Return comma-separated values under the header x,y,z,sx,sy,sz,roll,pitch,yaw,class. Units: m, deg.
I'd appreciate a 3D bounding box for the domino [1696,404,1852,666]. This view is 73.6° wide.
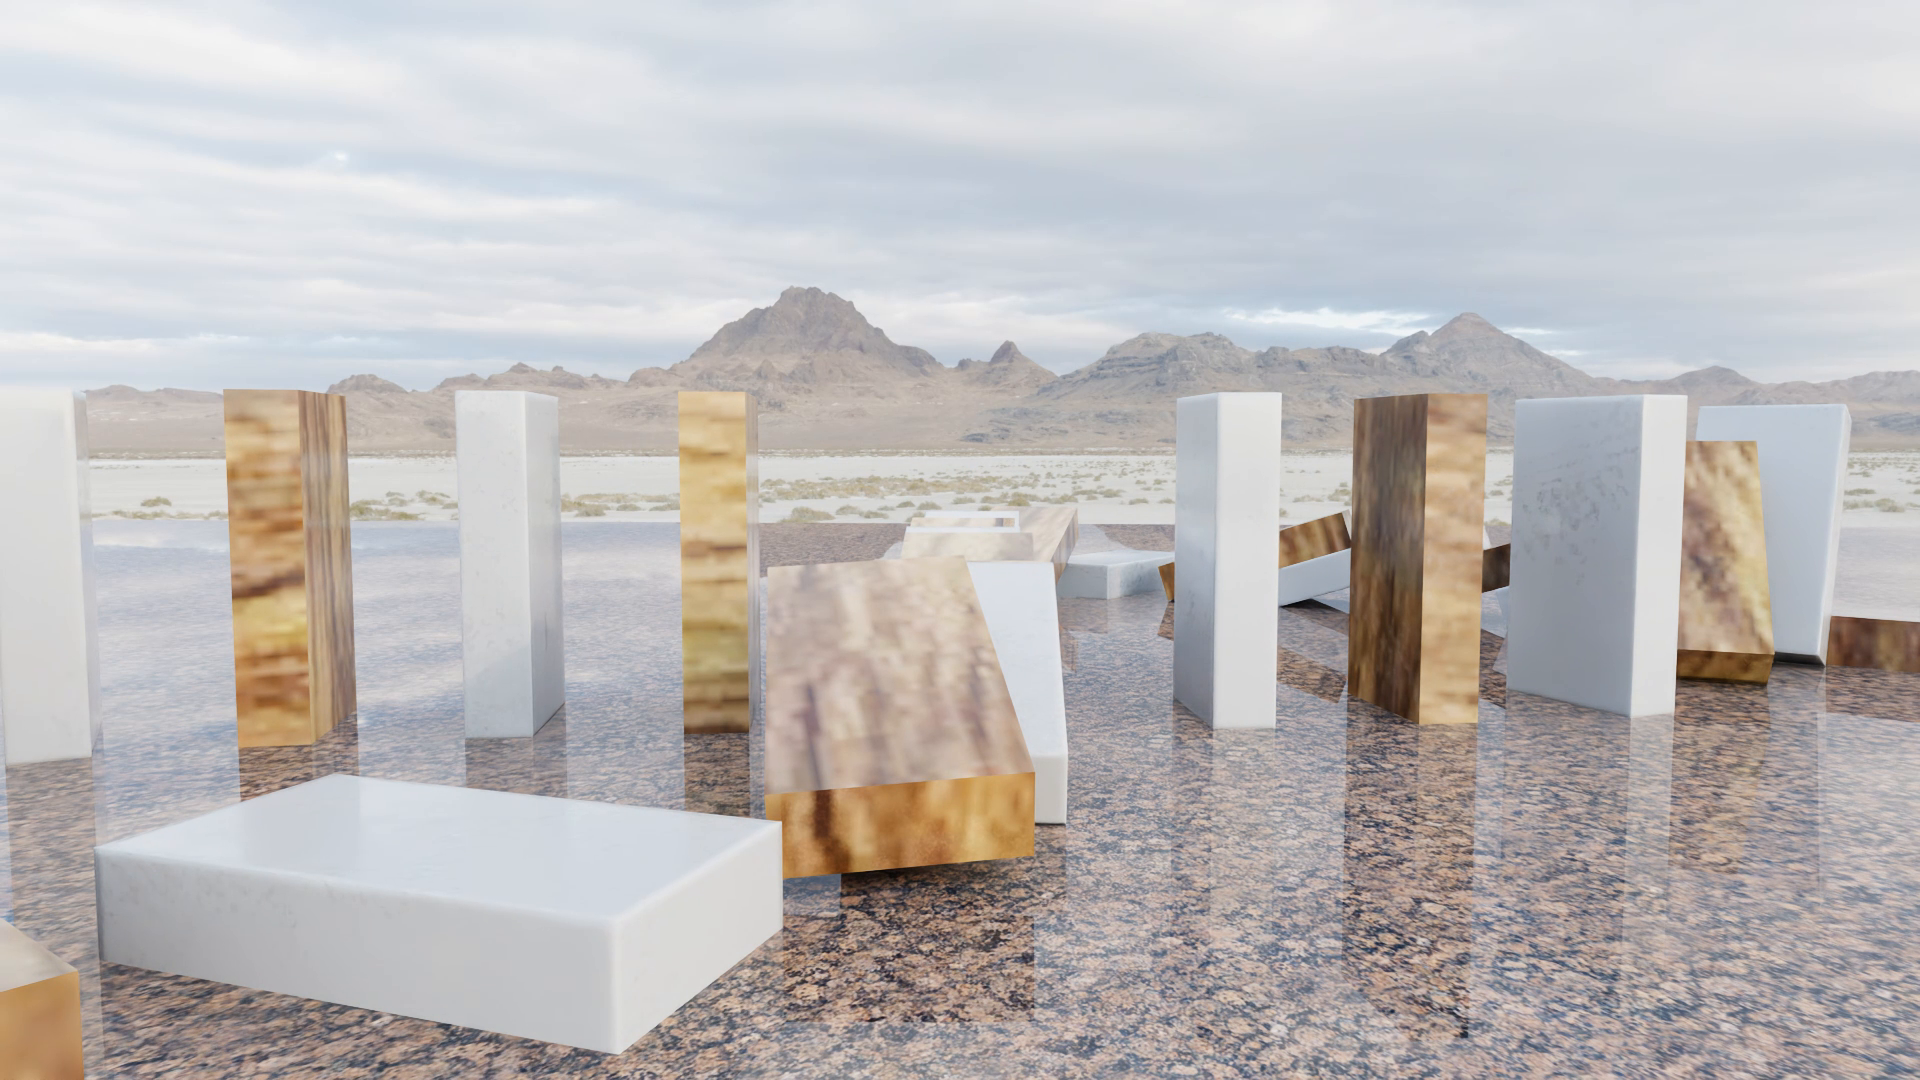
x,y,z,sx,sy,sz,roll,pitch,yaw,class
0.159,-0.002,0.255,0.025,0.050,0.009,4,-14,42,domino

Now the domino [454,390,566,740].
x,y,z,sx,sy,sz,roll,pitch,yaw,class
-0.068,0.003,0.196,0.010,0.050,0.025,-1,4,-7,domino

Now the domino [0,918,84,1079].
x,y,z,sx,sy,sz,roll,pitch,yaw,class
-0.083,0.031,0.086,0.050,0.010,0.025,3,5,38,domino

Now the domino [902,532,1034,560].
x,y,z,sx,sy,sz,roll,pitch,yaw,class
0.001,0.013,0.231,0.025,0.010,0.050,0,23,2,domino

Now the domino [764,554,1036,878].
x,y,z,sx,sy,sz,roll,pitch,yaw,class
-0.009,0.017,0.143,0.025,0.010,0.050,-4,24,-7,domino

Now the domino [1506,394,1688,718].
x,y,z,sx,sy,sz,roll,pitch,yaw,class
0.104,0.002,0.211,0.009,0.050,0.025,-2,5,-23,domino

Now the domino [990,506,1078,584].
x,y,z,sx,sy,sz,roll,pitch,yaw,class
0.016,0.004,0.353,0.025,0.009,0.050,1,22,16,domino

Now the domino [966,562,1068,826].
x,y,z,sx,sy,sz,roll,pitch,yaw,class
0.000,0.018,0.165,0.025,0.009,0.050,0,24,2,domino

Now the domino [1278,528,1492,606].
x,y,z,sx,sy,sz,roll,pitch,yaw,class
0.108,0.005,0.332,0.050,0.010,0.025,-19,-7,32,domino

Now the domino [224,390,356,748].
x,y,z,sx,sy,sz,roll,pitch,yaw,class
-0.099,0.003,0.191,0.009,0.050,0.025,-1,4,-12,domino

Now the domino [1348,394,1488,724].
x,y,z,sx,sy,sz,roll,pitch,yaw,class
0.073,0.002,0.206,0.009,0.050,0.025,-1,4,-8,domino

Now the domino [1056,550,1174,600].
x,y,z,sx,sy,sz,roll,pitch,yaw,class
0.045,0.010,0.376,0.025,0.009,0.050,3,5,37,domino

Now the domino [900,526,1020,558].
x,y,z,sx,sy,sz,roll,pitch,yaw,class
0.000,0.011,0.260,0.025,0.010,0.050,0,22,2,domino

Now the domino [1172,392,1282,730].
x,y,z,sx,sy,sz,roll,pitch,yaw,class
0.042,0.002,0.202,0.010,0.050,0.025,0,4,-4,domino

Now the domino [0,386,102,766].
x,y,z,sx,sy,sz,roll,pitch,yaw,class
-0.129,0.004,0.181,0.010,0.050,0.025,-3,5,-31,domino

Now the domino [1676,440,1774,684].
x,y,z,sx,sy,sz,roll,pitch,yaw,class
0.137,0.003,0.242,0.025,0.050,0.009,2,-38,25,domino

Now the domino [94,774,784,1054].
x,y,z,sx,sy,sz,roll,pitch,yaw,class
-0.043,0.030,0.109,0.050,0.009,0.025,1,5,19,domino

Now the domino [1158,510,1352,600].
x,y,z,sx,sy,sz,roll,pitch,yaw,class
0.081,0.004,0.349,0.050,0.010,0.025,-18,-3,21,domino

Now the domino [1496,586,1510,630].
x,y,z,sx,sy,sz,roll,pitch,yaw,class
0.150,0.008,0.286,0.050,0.009,0.025,-21,-10,39,domino

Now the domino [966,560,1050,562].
x,y,z,sx,sy,sz,roll,pitch,yaw,class
0.002,0.017,0.194,0.025,0.009,0.050,0,20,2,domino

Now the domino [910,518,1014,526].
x,y,z,sx,sy,sz,roll,pitch,yaw,class
0.000,0.008,0.292,0.025,0.009,0.050,0,22,3,domino

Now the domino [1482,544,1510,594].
x,y,z,sx,sy,sz,roll,pitch,yaw,class
0.131,0.007,0.311,0.050,0.010,0.025,-21,-11,40,domino

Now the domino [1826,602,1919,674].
x,y,z,sx,sy,sz,roll,pitch,yaw,class
0.169,0.018,0.263,0.050,0.009,0.025,4,6,42,domino

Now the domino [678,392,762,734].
x,y,z,sx,sy,sz,roll,pitch,yaw,class
-0.037,0.003,0.199,0.009,0.050,0.025,0,4,-5,domino

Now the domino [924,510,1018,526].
x,y,z,sx,sy,sz,roll,pitch,yaw,class
0.002,0.006,0.322,0.025,0.010,0.050,0,22,3,domino
